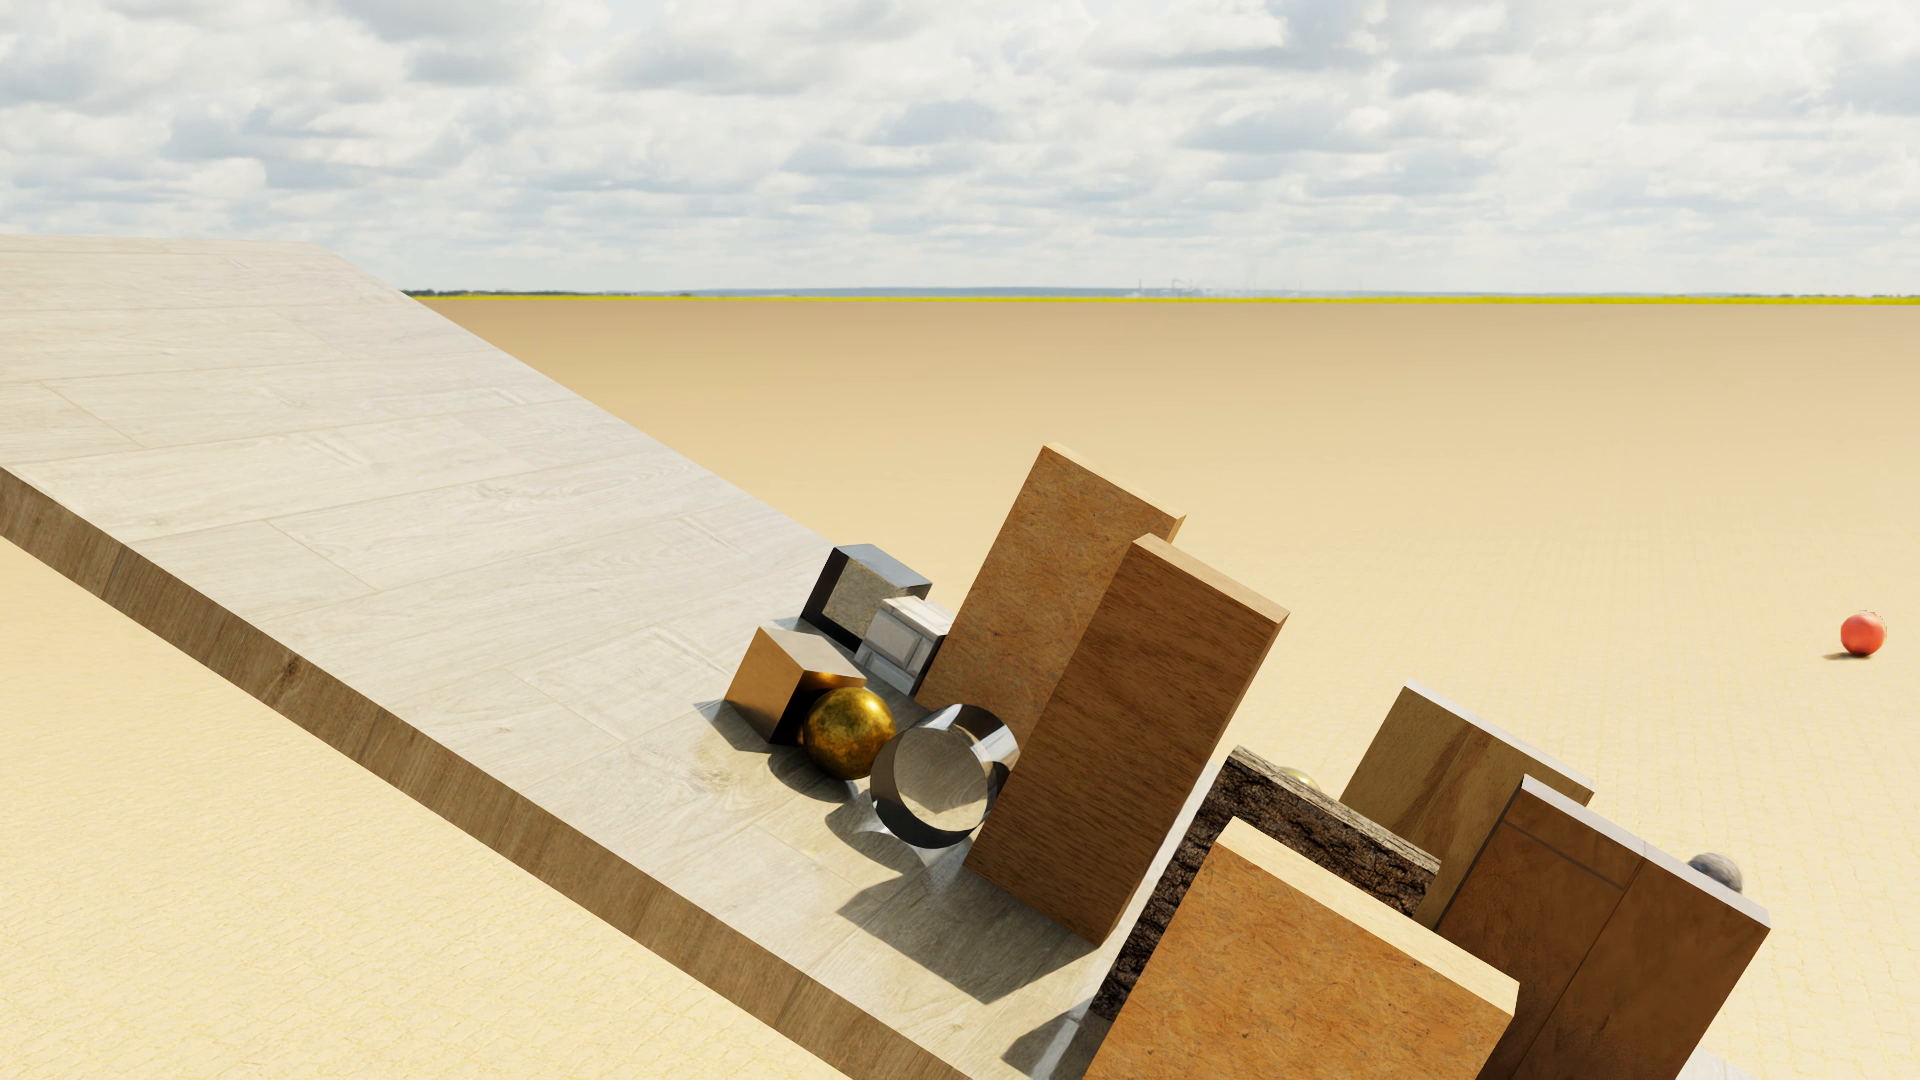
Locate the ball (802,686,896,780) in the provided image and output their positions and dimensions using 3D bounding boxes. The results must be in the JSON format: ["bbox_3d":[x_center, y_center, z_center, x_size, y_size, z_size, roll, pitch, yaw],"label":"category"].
[{"bbox_3d":[-0.193,0.338,3.835,0.163,0.163,0.163,0,7,0],"label":"ball"}]

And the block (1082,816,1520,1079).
[{"bbox_3d":[0.450,0.708,3.032,0.445,0.470,0.144,30,14,12],"label":"block"}]

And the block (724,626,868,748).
[{"bbox_3d":[-0.295,0.266,3.933,0.152,0.152,0.152,12,20,-45],"label":"block"}]

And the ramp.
[{"bbox_3d":[-0.230,0.384,4.152,4.000,0.100,2.000,30,14,12],"label":"ramp"}]

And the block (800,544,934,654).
[{"bbox_3d":[-0.195,0.125,4.594,0.168,0.168,0.168,32,15,20],"label":"block"}]

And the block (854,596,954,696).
[{"bbox_3d":[-0.100,0.215,4.497,0.142,0.142,0.142,32,15,21],"label":"block"}]

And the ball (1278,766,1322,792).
[{"bbox_3d":[0.672,0.561,4.578,0.179,0.179,0.179,0,7,0],"label":"ball"}]

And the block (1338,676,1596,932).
[{"bbox_3d":[0.978,0.587,4.449,0.419,0.463,0.098,30,14,12],"label":"block"}]

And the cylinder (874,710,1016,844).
[{"bbox_3d":[-0.023,0.406,3.803,0.210,0.210,0.210,1,0,12],"label":"cylinder"}]

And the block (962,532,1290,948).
[{"bbox_3d":[0.278,0.337,3.711,0.272,0.637,0.133,30,14,12],"label":"block"}]

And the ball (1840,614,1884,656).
[{"bbox_3d":[4.399,0.460,10.723,0.205,0.205,0.205,0,7,0],"label":"ball"}]

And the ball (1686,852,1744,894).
[{"bbox_3d":[2.176,0.996,6.372,0.177,0.177,0.177,0,7,0],"label":"ball"}]

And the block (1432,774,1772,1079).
[{"bbox_3d":[1.007,0.753,3.695,0.445,0.562,0.110,30,14,12],"label":"block"}]

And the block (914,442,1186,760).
[{"bbox_3d":[0.176,0.135,4.362,0.299,0.585,0.098,30,14,12],"label":"block"}]

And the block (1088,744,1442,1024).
[{"bbox_3d":[0.467,0.613,3.403,0.354,0.472,0.086,30,14,12],"label":"block"}]
